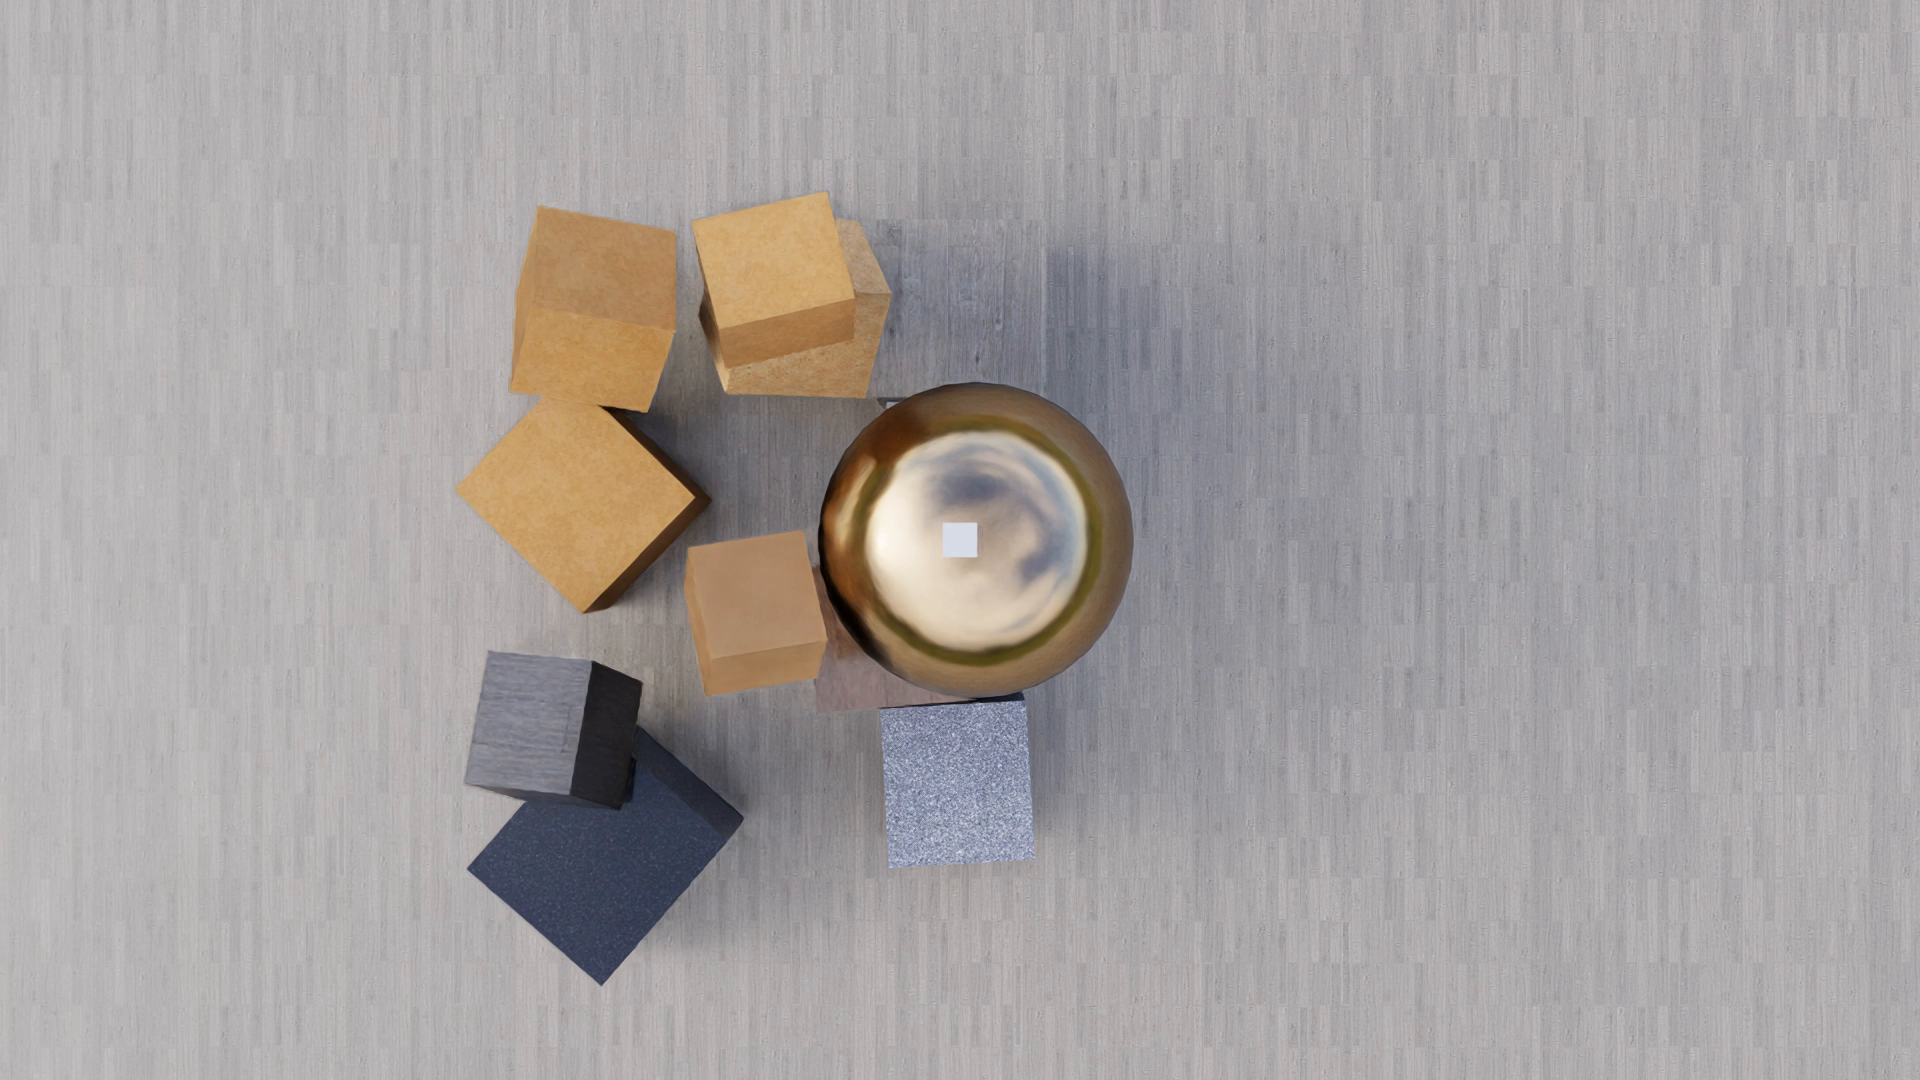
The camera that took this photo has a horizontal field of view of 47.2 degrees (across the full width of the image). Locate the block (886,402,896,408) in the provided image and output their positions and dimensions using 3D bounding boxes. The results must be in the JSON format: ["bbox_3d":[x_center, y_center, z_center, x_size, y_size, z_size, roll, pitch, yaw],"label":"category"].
[{"bbox_3d":[0.009,-0.363,12.598,0.832,0.803,0.803,0,90,0],"label":"block"}]

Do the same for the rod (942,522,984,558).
[{"bbox_3d":[0.034,0.000,7.714,0.080,5.200,0.080,0,90,1],"label":"rod"}]

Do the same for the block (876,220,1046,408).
[{"bbox_3d":[0.006,-1.259,12.480,0.925,1.040,0.968,0,90,0],"label":"block"}]

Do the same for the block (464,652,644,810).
[{"bbox_3d":[-2.160,1.024,11.747,0.621,0.610,0.706,4,77,19],"label":"block"}]

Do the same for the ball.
[{"bbox_3d":[0.079,0.000,11.114,1.600,1.600,1.600,0,90,0],"label":"ball"}]

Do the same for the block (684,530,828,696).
[{"bbox_3d":[-1.036,0.371,11.055,0.577,0.524,0.599,-9,68,-14],"label":"block"}]

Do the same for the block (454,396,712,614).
[{"bbox_3d":[-2.122,-0.256,12.555,0.985,0.891,0.895,44,90,0],"label":"block"}]

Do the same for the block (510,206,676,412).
[{"bbox_3d":[-1.989,-1.245,11.943,0.752,0.674,0.742,9,50,-17],"label":"block"}]

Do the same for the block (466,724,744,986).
[{"bbox_3d":[-1.986,1.723,12.520,0.980,0.960,1.059,41,90,0],"label":"block"}]

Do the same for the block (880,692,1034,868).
[{"bbox_3d":[-0.014,1.338,12.525,0.800,0.951,0.873,-3,90,0],"label":"block"}]

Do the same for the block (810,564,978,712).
[{"bbox_3d":[-0.295,0.500,12.487,0.905,0.848,0.811,-6,90,13],"label":"block"}]

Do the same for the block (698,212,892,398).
[{"bbox_3d":[-0.907,-1.274,11.944,0.786,0.731,0.678,0,129,-22],"label":"block"}]

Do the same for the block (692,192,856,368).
[{"bbox_3d":[-0.917,-1.279,10.893,0.672,0.596,0.567,-14,77,-6],"label":"block"}]
